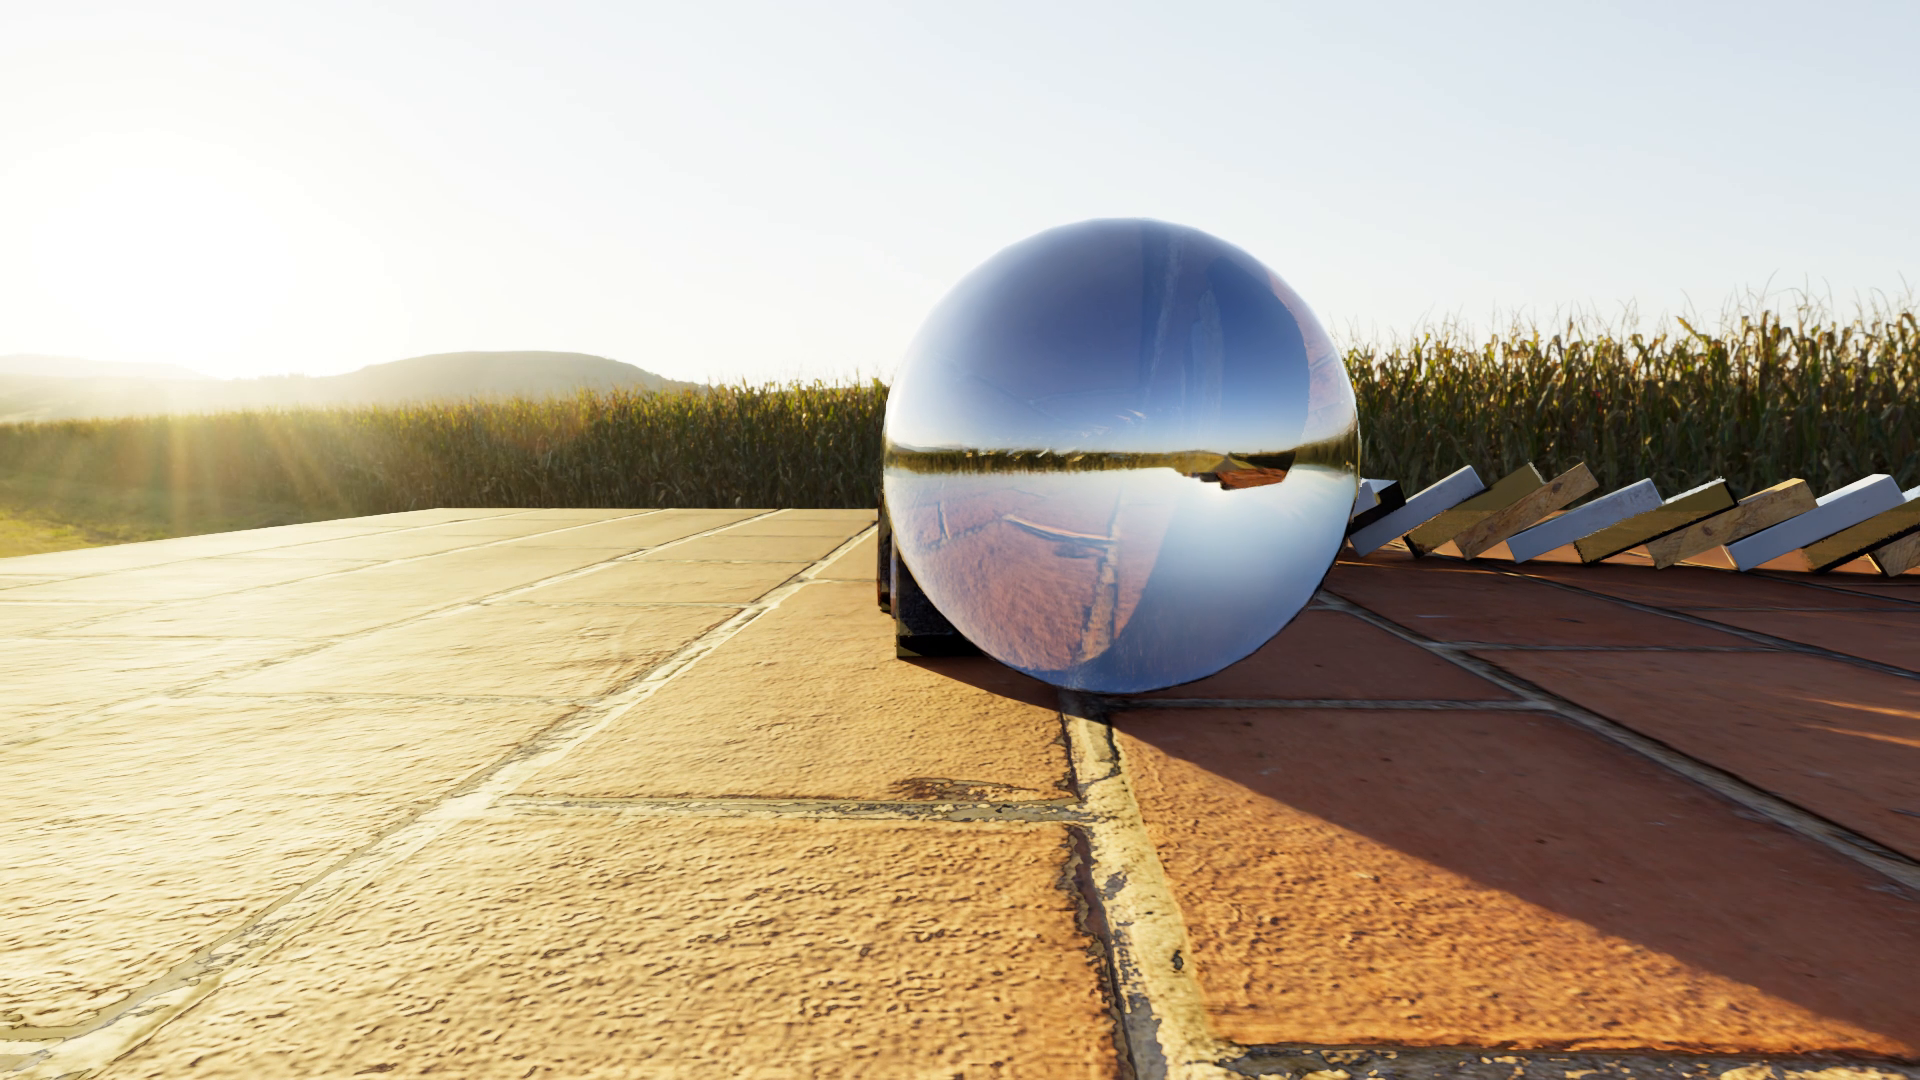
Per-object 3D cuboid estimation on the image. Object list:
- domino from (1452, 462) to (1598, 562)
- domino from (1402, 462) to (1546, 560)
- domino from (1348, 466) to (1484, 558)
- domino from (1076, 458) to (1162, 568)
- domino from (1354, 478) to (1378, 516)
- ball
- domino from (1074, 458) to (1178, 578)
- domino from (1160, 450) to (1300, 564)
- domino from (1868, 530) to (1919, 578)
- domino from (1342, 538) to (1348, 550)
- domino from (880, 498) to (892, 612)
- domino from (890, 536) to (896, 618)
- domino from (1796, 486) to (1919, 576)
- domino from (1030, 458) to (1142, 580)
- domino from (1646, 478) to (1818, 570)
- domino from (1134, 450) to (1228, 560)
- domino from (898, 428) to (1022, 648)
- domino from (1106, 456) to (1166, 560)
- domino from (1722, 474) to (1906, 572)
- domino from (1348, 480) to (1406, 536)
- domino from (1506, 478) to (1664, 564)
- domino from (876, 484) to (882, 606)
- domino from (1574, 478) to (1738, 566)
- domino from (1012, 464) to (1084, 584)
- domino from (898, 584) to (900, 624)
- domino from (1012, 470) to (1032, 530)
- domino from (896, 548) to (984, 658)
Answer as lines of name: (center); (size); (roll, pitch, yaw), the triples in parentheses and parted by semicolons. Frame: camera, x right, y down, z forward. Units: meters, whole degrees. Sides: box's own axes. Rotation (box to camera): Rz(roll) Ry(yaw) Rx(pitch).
domino: (0.205, -0.010, 0.464); (0.050, 0.009, 0.025); (-35, -11, 24)
domino: (0.189, -0.011, 0.472); (0.050, 0.010, 0.025); (-35, -11, 24)
domino: (0.171, -0.011, 0.482); (0.050, 0.009, 0.025); (-32, -7, 19)
domino: (0.052, -0.010, 0.448); (0.025, 0.010, 0.050); (-2, 37, 27)
domino: (0.121, -0.009, 0.462); (0.050, 0.009, 0.025); (-23, 12, 2)
ball: (0.026, -0.014, 0.218); (0.080, 0.080, 0.080); (0, 4, 0)
domino: (0.049, -0.008, 0.429); (0.025, 0.010, 0.050); (9, 43, 38)
domino: (0.097, -0.012, 0.466); (0.050, 0.009, 0.025); (-41, 8, -2)
domino: (0.318, -0.005, 0.408); (0.050, 0.009, 0.025); (-32, -10, 26)
domino: (0.140, -0.001, 0.515); (0.025, 0.010, 0.050); (2, 5, 22)
domino: (-0.008, -0.005, 0.337); (0.025, 0.050, 0.009); (0, -34, -2)
domino: (-0.005, -0.005, 0.324); (0.025, 0.050, 0.010); (0, -33, -2)
domino: (0.301, -0.006, 0.417); (0.050, 0.009, 0.025); (-32, -10, 25)
domino: (0.036, -0.008, 0.418); (0.025, 0.010, 0.050); (9, 43, 39)
domino: (0.260, -0.005, 0.435); (0.050, 0.009, 0.025); (-27, -8, 25)
domino: (0.075, -0.013, 0.475); (0.025, 0.009, 0.050); (0, 41, 52)
domino: (-0.001, -0.001, 0.277); (0.025, 0.050, 0.010); (0, -32, -3)
domino: (0.056, -0.011, 0.466); (0.025, 0.010, 0.050); (-4, 36, 28)
domino: (0.281, -0.006, 0.425); (0.050, 0.009, 0.025); (-30, -9, 24)
domino: (0.136, -0.008, 0.474); (0.050, 0.009, 0.025); (-26, 12, -16)
domino: (0.221, -0.007, 0.455); (0.050, 0.009, 0.025); (-27, -8, 25)
domino: (-0.010, -0.002, 0.355); (0.025, 0.010, 0.050); (-1, 38, -2)
domino: (0.240, -0.006, 0.445); (0.050, 0.009, 0.025); (-27, -8, 25)
domino: (0.018, -0.006, 0.408); (0.025, 0.010, 0.050); (3, 39, 33)
domino: (-0.003, -0.004, 0.313); (0.025, 0.050, 0.010); (0, -32, -3)
domino: (0.003, -0.004, 0.391); (0.025, 0.010, 0.050); (2, 36, 20)
domino: (-0.001, 0.000, 0.266); (0.025, 0.050, 0.010); (0, -32, -2)
